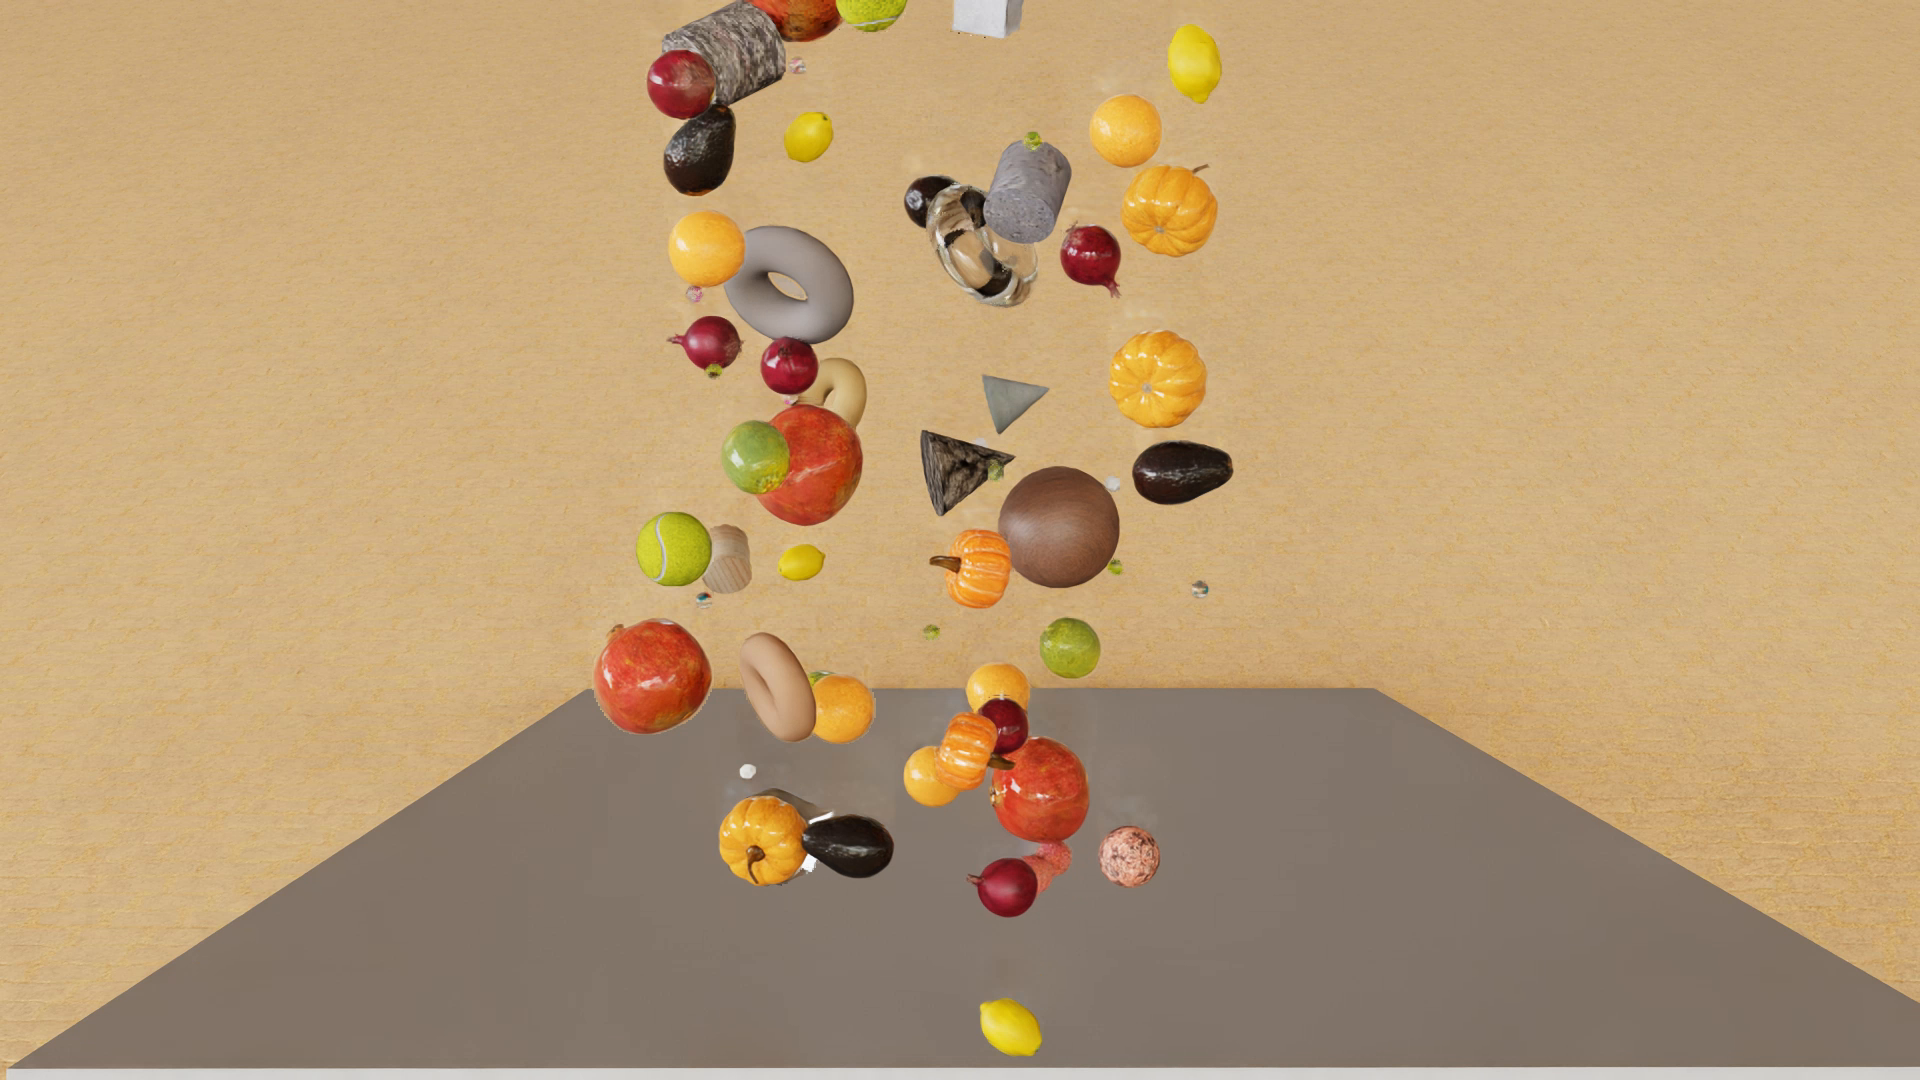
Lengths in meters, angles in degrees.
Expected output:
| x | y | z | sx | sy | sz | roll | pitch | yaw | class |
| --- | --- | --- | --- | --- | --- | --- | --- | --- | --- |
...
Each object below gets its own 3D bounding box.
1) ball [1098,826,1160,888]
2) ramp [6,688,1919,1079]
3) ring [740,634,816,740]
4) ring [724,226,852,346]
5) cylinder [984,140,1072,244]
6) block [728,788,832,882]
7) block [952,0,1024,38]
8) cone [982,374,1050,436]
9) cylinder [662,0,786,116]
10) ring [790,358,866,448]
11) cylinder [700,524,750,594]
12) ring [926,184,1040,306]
| x | y | z | sx | sy | sz | roll | pitch | yaw | class |
| --- | --- | --- | --- | --- | --- | --- | --- | --- | --- |
| 0.168 | 0.315 | 2.561 | 0.061 | 0.061 | 0.061 | 0 | 24 | 0 | ball |
| 0.055 | 0.499 | 4.546 | 2.000 | 0.100 | 4.000 | 0 | 2 | 0 | ramp |
| -0.174 | 0.141 | 2.463 | 0.037 | 0.111 | 0.111 | -28 | 32 | -16 | ring |
| -0.172 | -0.253 | 2.566 | 0.139 | 0.139 | 0.046 | 9 | 47 | 20 | ring |
| 0.070 | -0.360 | 2.659 | 0.076 | 0.076 | 0.076 | 7 | 51 | 15 | cylinder |
| -0.208 | 0.340 | 2.972 | 0.076 | 0.076 | 0.076 | 22 | 10 | 18 | block |
| 0.029 | -0.540 | 2.586 | 0.054 | 0.054 | 0.054 | 13 | 25 | 15 | block |
| 0.065 | -0.153 | 2.754 | 0.067 | 0.067 | 0.067 | -15 | 23 | 6 | cone |
| -0.235 | -0.479 | 2.556 | 0.088 | 0.088 | 0.088 | -33 | 38 | -29 | cylinder |
| -0.141 | -0.147 | 2.765 | 0.034 | 0.102 | 0.102 | 23 | 4 | -43 | ring |
| -0.249 | 0.021 | 2.731 | 0.052 | 0.052 | 0.052 | -1 | 50 | -1 | cylinder |
| 0.024 | -0.308 | 2.698 | 0.048 | 0.145 | 0.145 | -36 | 5 | 32 | ring |
